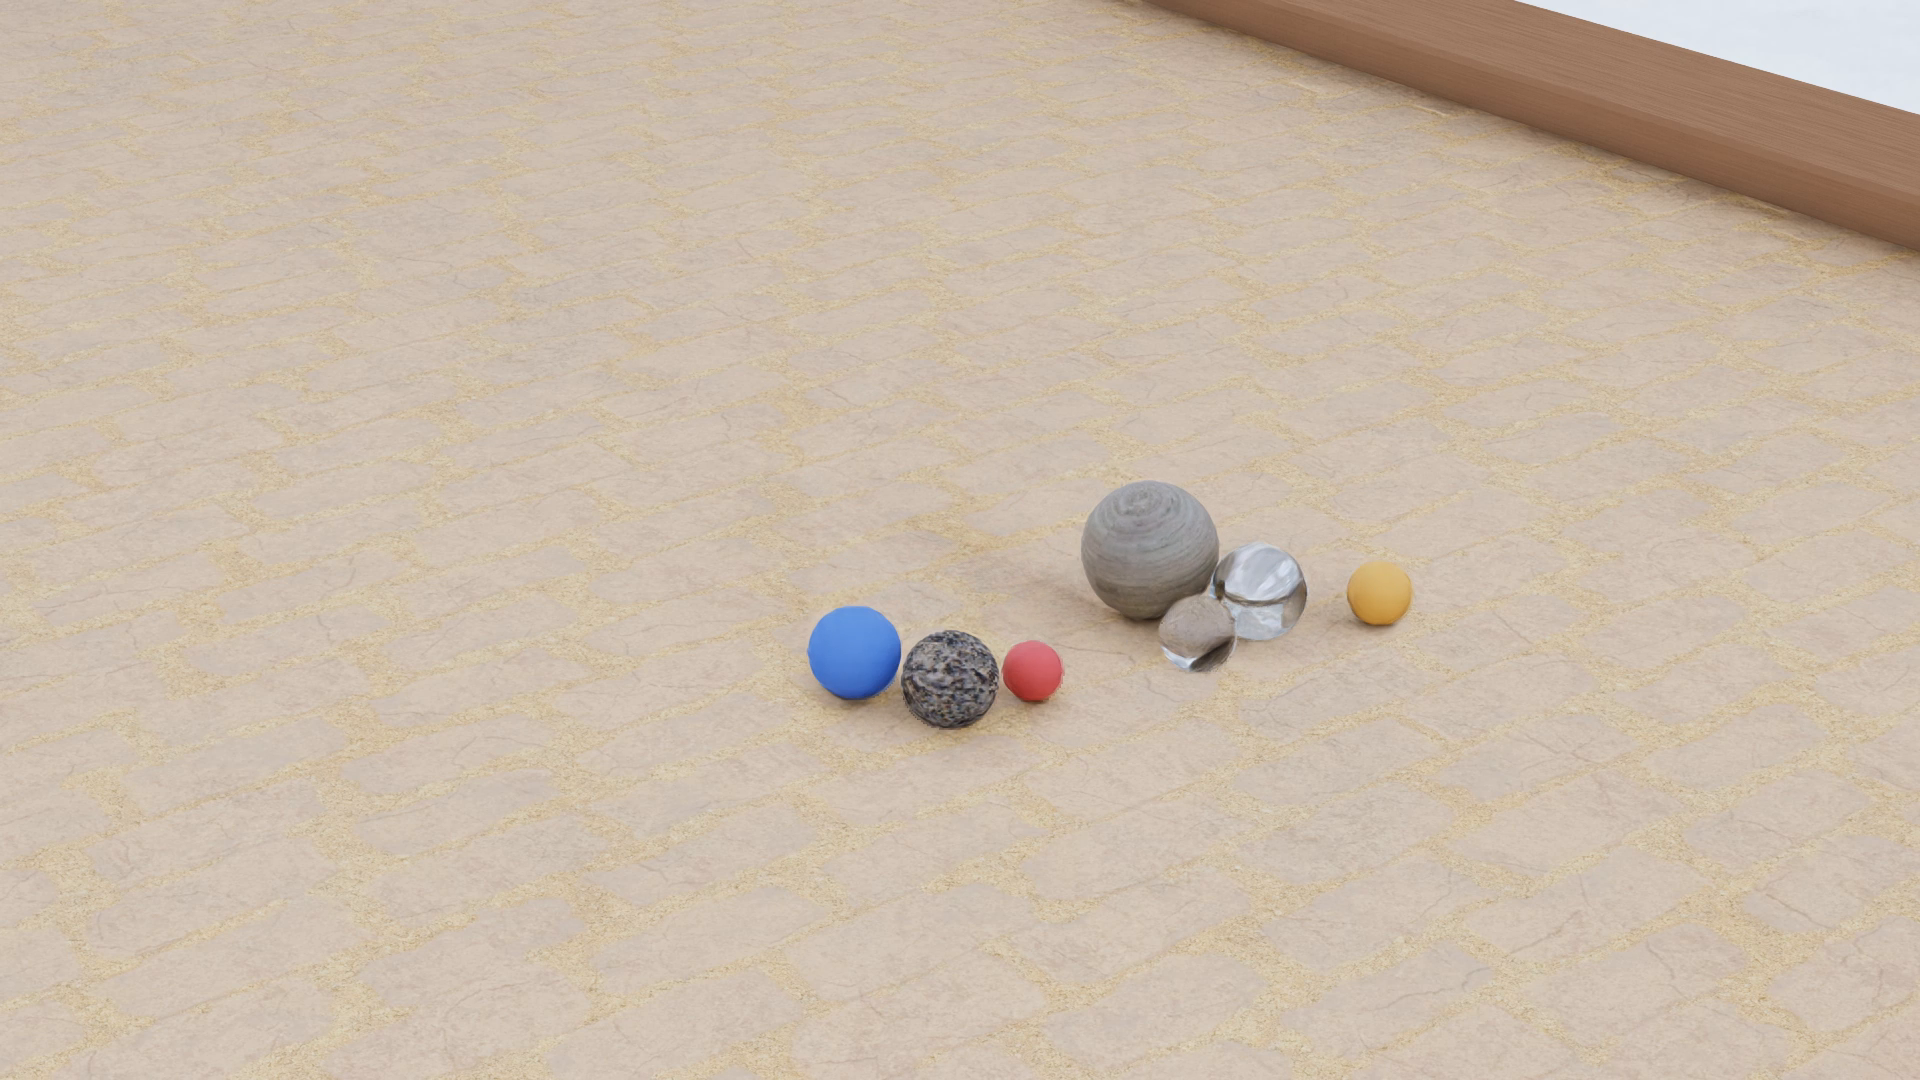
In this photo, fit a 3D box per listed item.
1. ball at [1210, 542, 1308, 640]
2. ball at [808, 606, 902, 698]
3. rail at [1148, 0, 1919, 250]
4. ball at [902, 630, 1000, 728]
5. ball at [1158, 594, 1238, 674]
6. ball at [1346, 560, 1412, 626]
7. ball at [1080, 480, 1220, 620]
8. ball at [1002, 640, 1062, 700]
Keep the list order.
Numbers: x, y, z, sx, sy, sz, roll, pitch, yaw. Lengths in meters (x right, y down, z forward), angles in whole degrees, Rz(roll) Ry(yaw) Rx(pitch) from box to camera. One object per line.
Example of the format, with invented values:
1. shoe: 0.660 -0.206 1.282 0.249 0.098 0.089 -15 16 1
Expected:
1. ball: 0.210 0.036 2.061 0.069 0.069 0.069 0 25 0
2. ball: -0.071 0.076 1.984 0.063 0.063 0.063 0 25 0
3. rail: 0.323 -0.656 3.461 0.045 0.128 3.940 -18 30 -33
4. ball: -0.006 0.092 1.947 0.065 0.065 0.065 0 25 0
5. ball: 0.163 0.064 2.019 0.054 0.054 0.054 0 25 0
6. ball: 0.297 0.037 2.085 0.046 0.046 0.046 0 25 0
7. ball: 0.135 0.007 2.088 0.099 0.099 0.099 0 25 0
8. ball: 0.049 0.088 1.983 0.041 0.041 0.041 0 25 0
